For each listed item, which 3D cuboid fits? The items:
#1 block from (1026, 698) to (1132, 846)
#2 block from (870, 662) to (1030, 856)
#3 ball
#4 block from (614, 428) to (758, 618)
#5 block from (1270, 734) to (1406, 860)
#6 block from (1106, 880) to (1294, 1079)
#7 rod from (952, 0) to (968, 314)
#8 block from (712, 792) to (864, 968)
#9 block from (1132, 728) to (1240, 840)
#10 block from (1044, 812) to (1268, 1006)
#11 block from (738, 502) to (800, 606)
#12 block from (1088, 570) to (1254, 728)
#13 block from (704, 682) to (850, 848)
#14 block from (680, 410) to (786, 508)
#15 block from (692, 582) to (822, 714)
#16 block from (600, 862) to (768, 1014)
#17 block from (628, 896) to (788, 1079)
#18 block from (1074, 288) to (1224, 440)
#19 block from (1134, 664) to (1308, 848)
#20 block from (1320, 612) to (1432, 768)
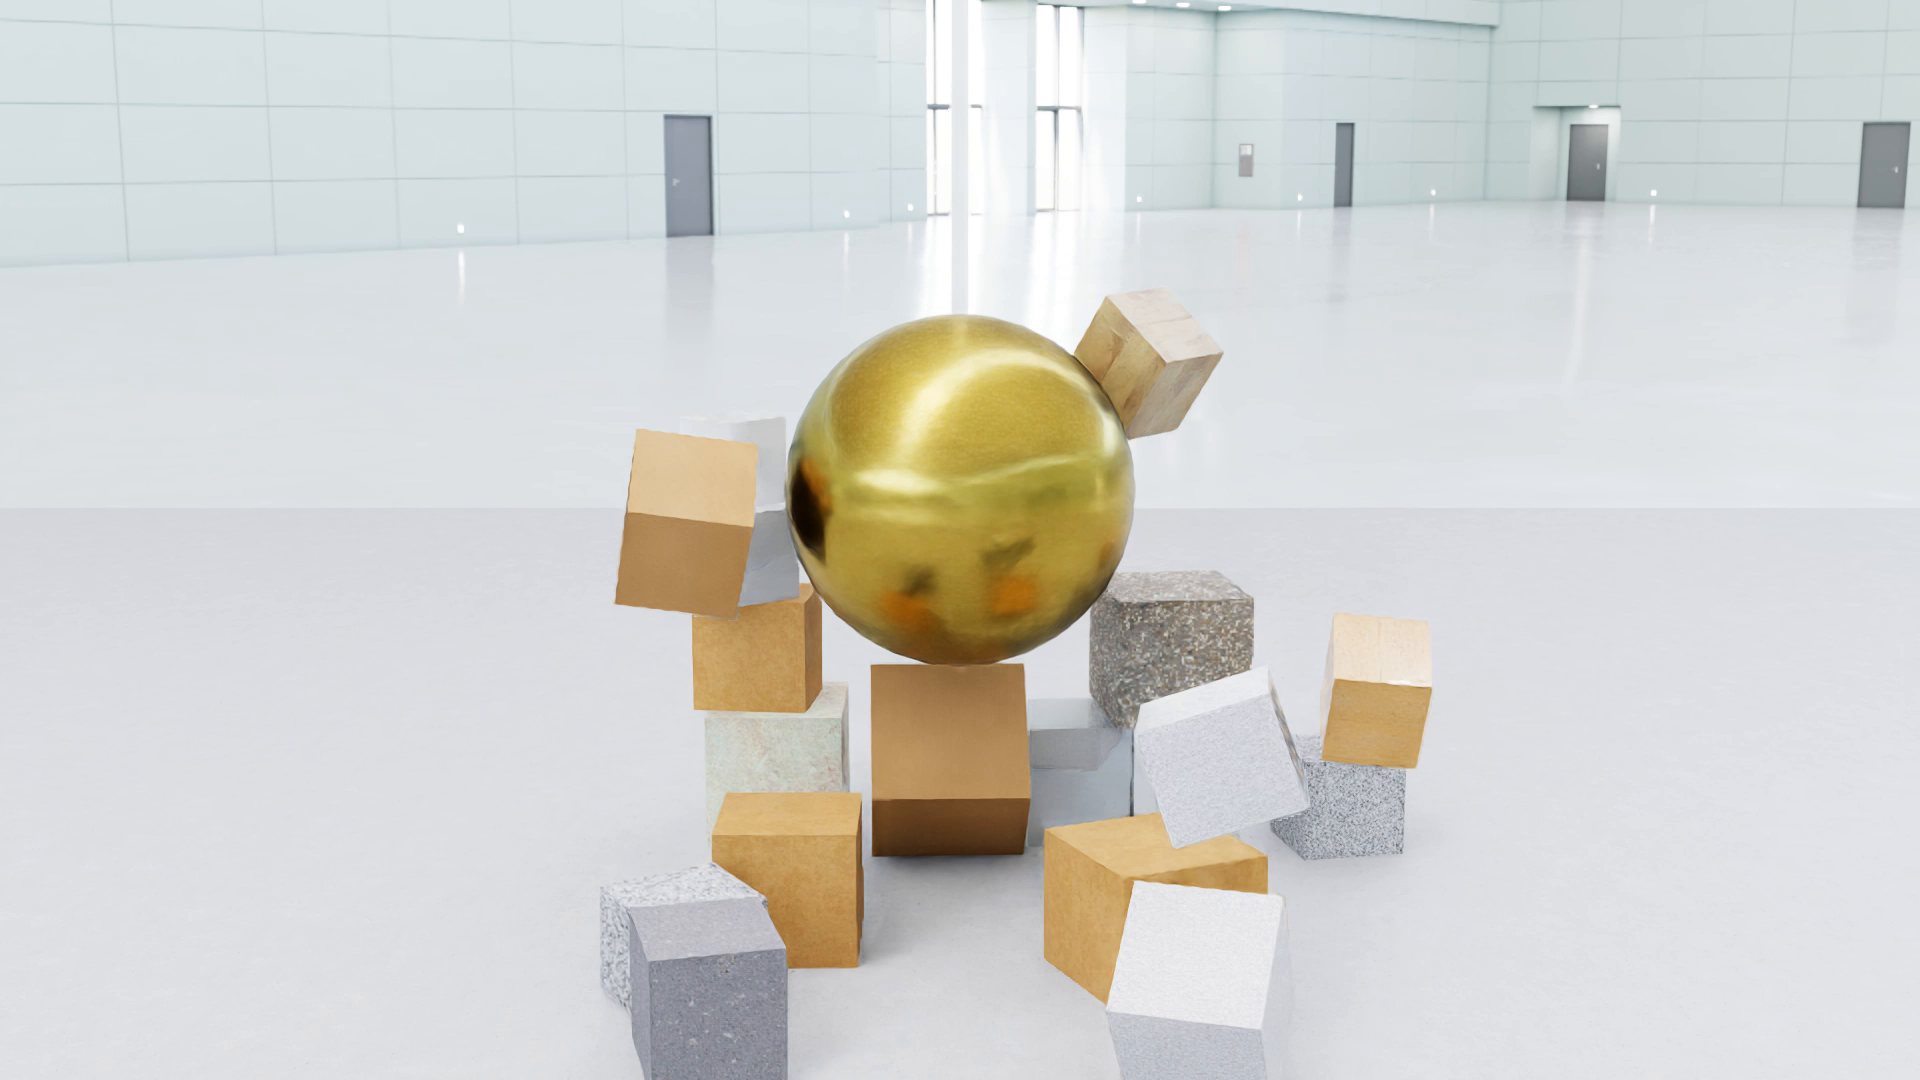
[{"bbox_3d":[0.577,1.187,11.345,0.530,0.606,0.608,-1,10,-5],"label":"block"},{"bbox_3d":[-0.061,1.086,10.849,0.754,0.726,0.660,0,-32,-2],"label":"block"},{"bbox_3d":[0.000,-0.225,9.999,1.600,1.600,1.600,0,10,0],"label":"ball"},{"bbox_3d":[-1.216,-0.072,9.780,0.539,0.572,0.537,7,43,-9],"label":"block"},{"bbox_3d":[1.905,1.284,11.104,0.521,0.499,0.491,-2,11,-12],"label":"block"},{"bbox_3d":[0.885,1.675,7.981,0.541,0.646,0.546,4,48,16],"label":"block"},{"bbox_3d":[0.000,-3.625,10.027,0.080,5.200,0.080,0,0,0],"label":"rod"},{"bbox_3d":[-0.748,1.490,9.684,0.614,0.597,0.605,0,11,0],"label":"block"},{"bbox_3d":[1.116,1.170,11.368,0.548,0.631,0.654,-1,10,-5],"label":"block"},{"bbox_3d":[0.820,1.563,9.328,0.682,0.588,0.711,-5,11,-24],"label":"block"},{"bbox_3d":[-1.125,0.054,11.069,0.449,0.462,0.474,-7,12,-34],"label":"block"},{"bbox_3d":[1.068,0.547,11.240,0.679,0.640,0.742,-1,10,-8],"label":"block"},{"bbox_3d":[-0.931,1.149,11.371,0.680,0.671,0.756,0,10,0],"label":"block"},{"bbox_3d":[-1.140,-0.404,11.079,0.367,0.436,0.389,8,13,38],"label":"block"},{"bbox_3d":[-1.031,0.541,11.257,0.573,0.565,0.499,1,10,6],"label":"block"},{"bbox_3d":[-1.141,1.664,9.062,0.531,0.453,0.448,-7,16,-35],"label":"block"},{"bbox_3d":[-0.971,1.746,8.447,0.514,0.541,0.591,-3,11,-15],"label":"block"},{"bbox_3d":[0.855,-0.827,10.347,0.404,0.505,0.466,-13,54,-42],"label":"block"},{"bbox_3d":[0.993,0.815,8.340,0.517,0.456,0.529,-18,5,9],"label":"block"},{"bbox_3d":[2.036,0.738,10.799,0.462,0.544,0.485,5,39,5],"label":"block"}]
